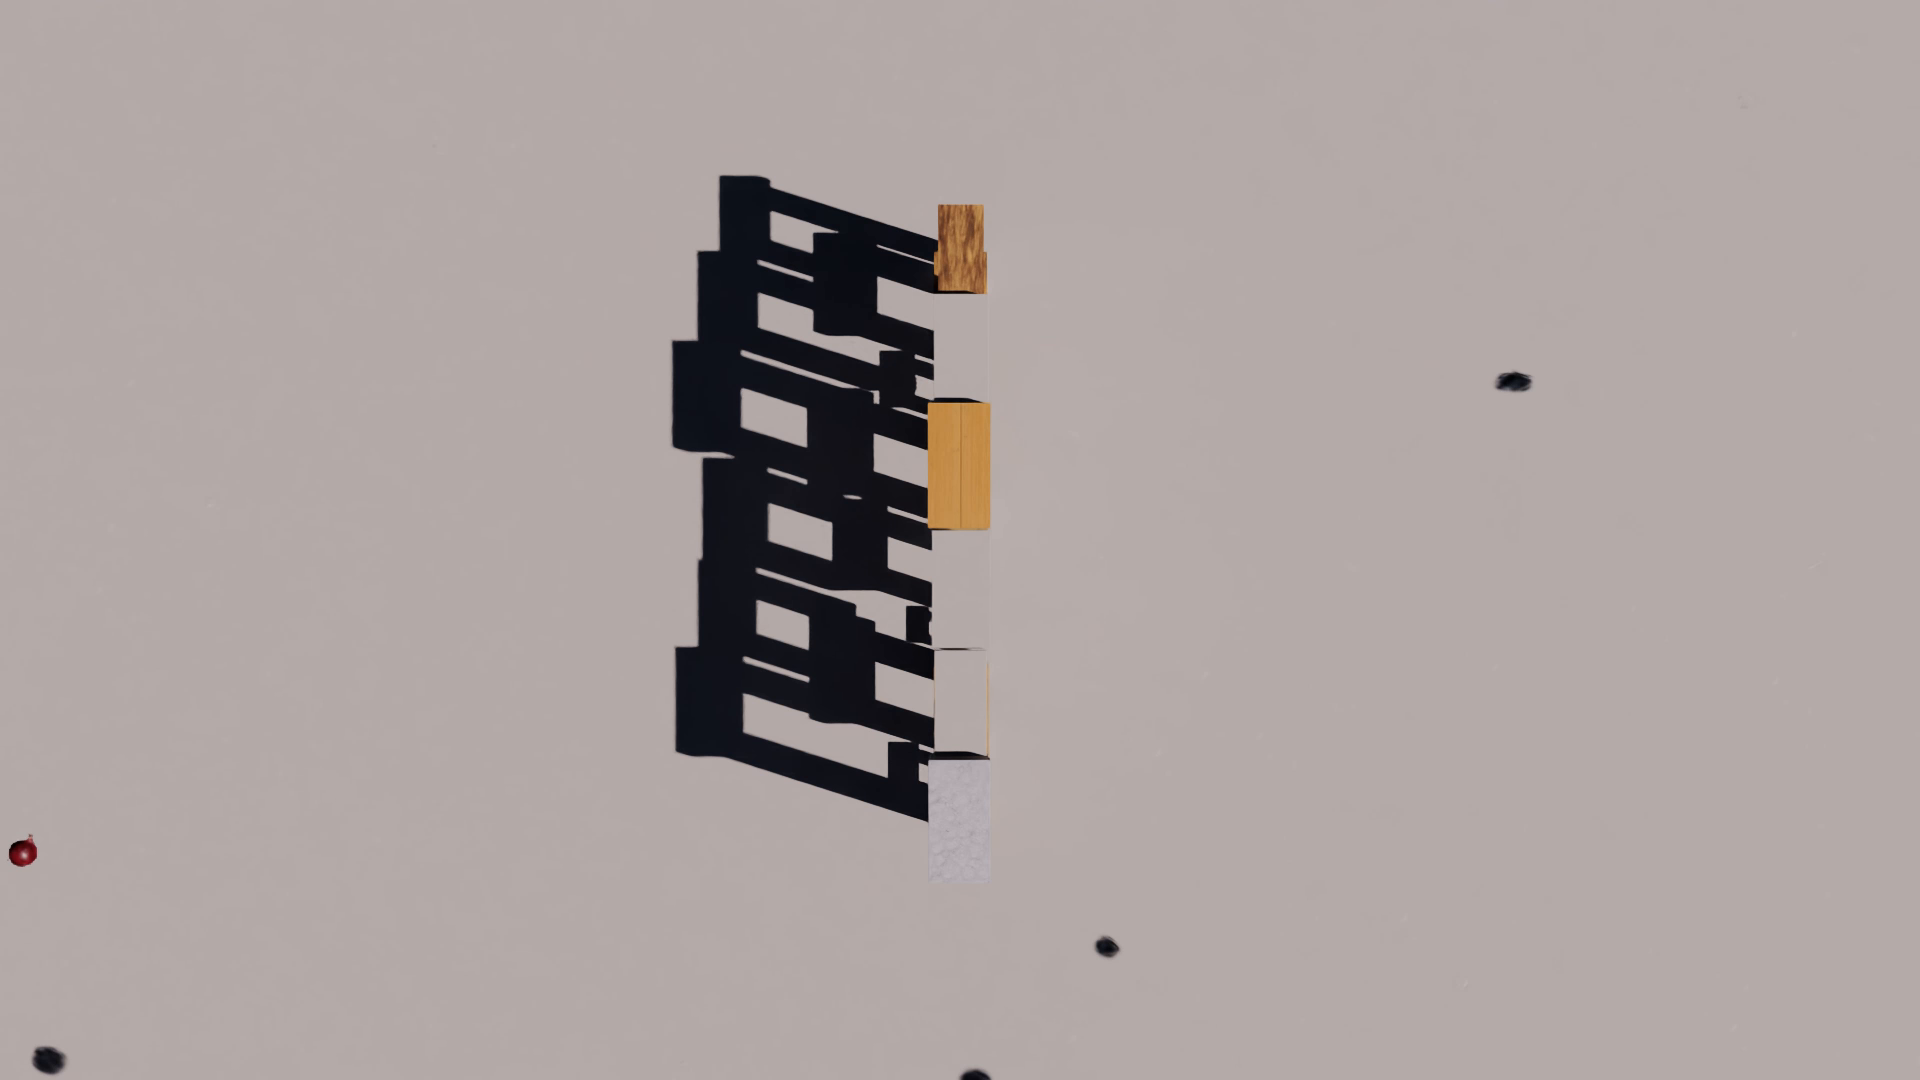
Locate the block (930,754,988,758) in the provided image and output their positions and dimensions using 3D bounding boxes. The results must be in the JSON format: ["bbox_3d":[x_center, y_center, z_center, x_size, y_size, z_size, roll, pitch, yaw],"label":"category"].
[{"bbox_3d":[-0.002,0.687,4.935,0.176,0.352,0.050,0,90,0],"label":"block"}]

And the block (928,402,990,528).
[{"bbox_3d":[-0.002,-0.213,4.726,0.179,0.051,0.357,0,90,0],"label":"block"}]

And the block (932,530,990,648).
[{"bbox_3d":[0.004,0.143,4.808,0.171,0.048,0.342,0,90,0],"label":"block"}]

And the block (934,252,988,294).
[{"bbox_3d":[0.002,-0.730,5.146,0.165,0.047,0.330,0,90,0],"label":"block"}]

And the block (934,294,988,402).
[{"bbox_3d":[0.003,-0.553,4.786,0.157,0.045,0.315,0,90,0],"label":"block"}]

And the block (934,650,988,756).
[{"bbox_3d":[0.002,0.471,4.785,0.152,0.043,0.304,0,90,0],"label":"block"}]

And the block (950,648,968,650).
[{"bbox_3d":[-0.004,0.325,5.373,0.059,0.017,0.119,0,90,0],"label":"block"}]

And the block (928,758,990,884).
[{"bbox_3d":[-0.002,0.804,4.734,0.176,0.050,0.352,0,90,0],"label":"block"}]

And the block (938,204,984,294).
[{"bbox_3d":[0.003,-0.848,4.839,0.133,0.038,0.265,0,90,0],"label":"block"}]

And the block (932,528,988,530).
[{"bbox_3d":[0.000,-0.201,5.133,0.171,0.049,0.343,0,90,0],"label":"block"}]
